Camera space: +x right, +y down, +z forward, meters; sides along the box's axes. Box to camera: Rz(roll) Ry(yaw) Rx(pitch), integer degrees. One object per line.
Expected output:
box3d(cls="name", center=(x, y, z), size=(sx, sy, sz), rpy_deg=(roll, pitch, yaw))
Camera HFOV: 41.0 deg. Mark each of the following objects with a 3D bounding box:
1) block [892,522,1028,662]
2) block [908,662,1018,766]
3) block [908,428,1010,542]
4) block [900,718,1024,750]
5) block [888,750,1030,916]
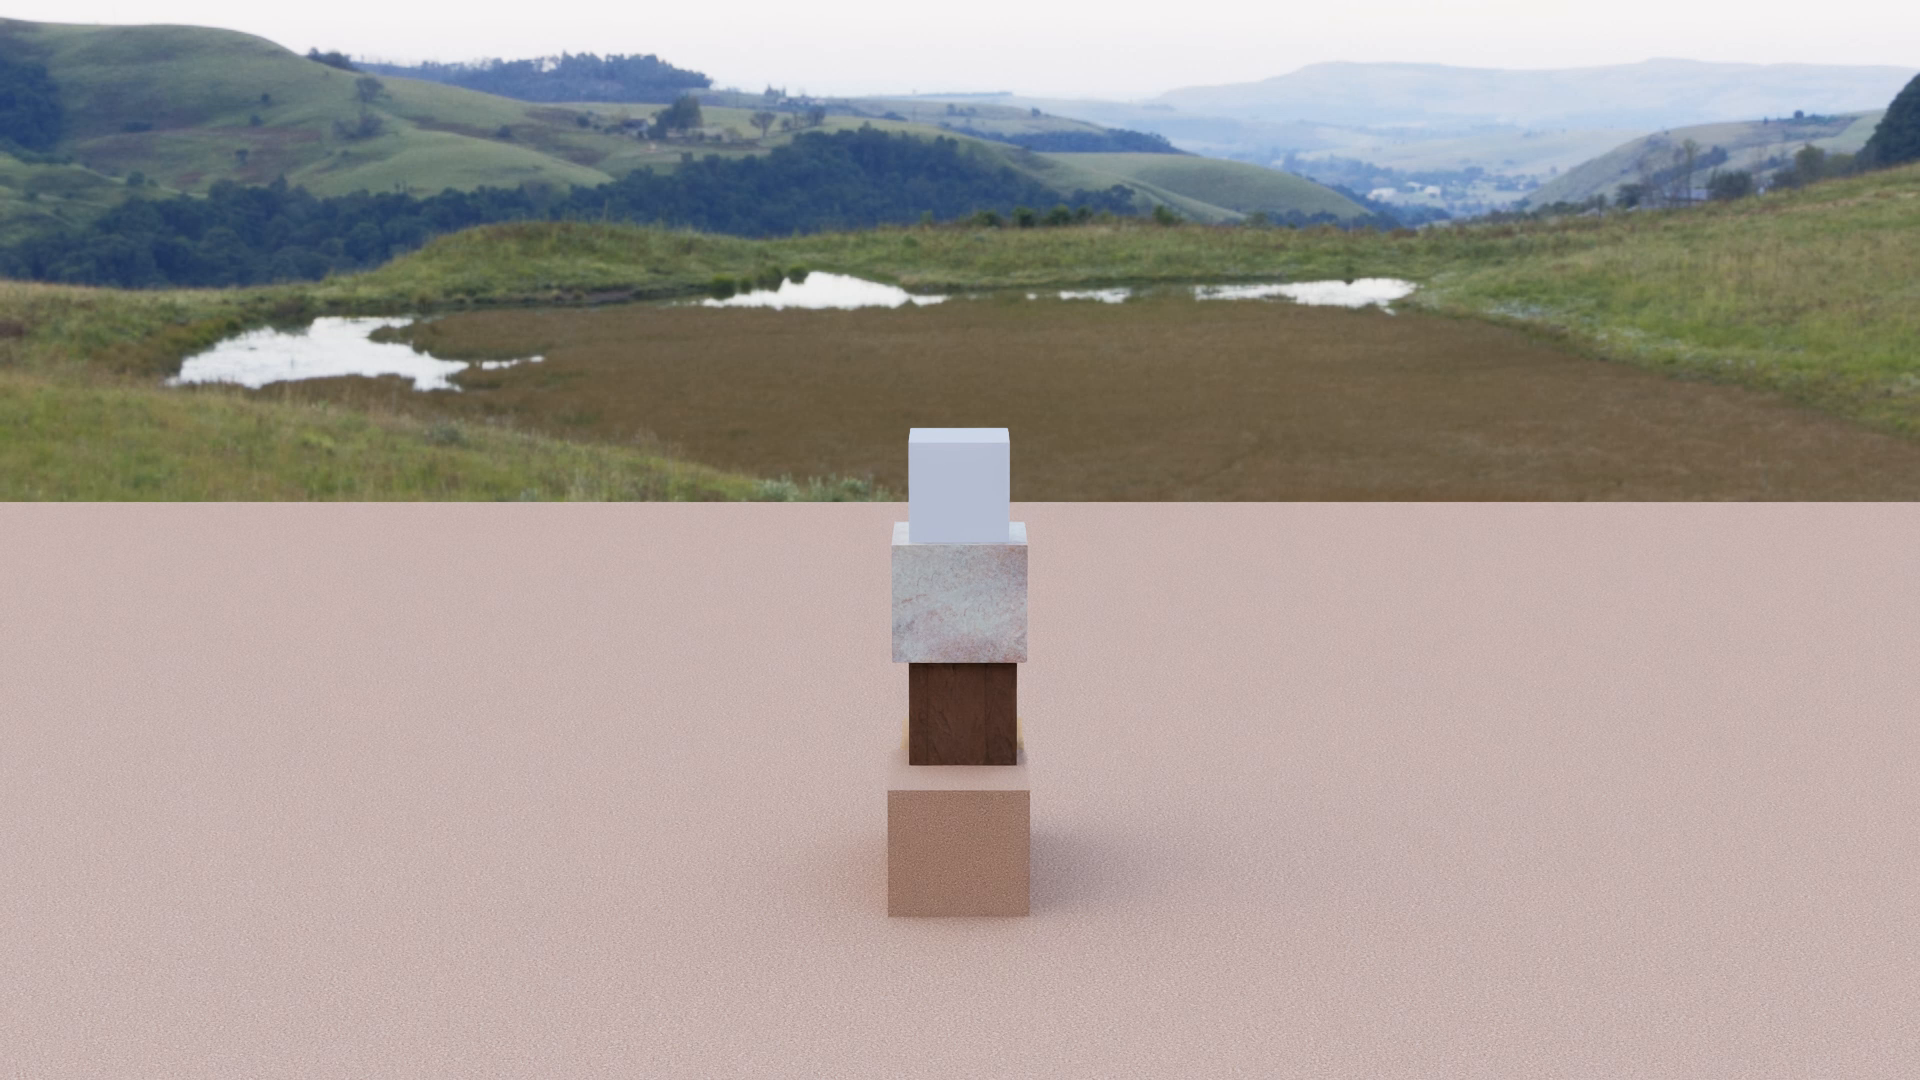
box3d(cls="block", center=(-0.002, 0.222, 11.221), size=(0.579, 0.512, 0.577), rpy_deg=(0, 10, 0))
box3d(cls="block", center=(0.013, 0.704, 11.308), size=(0.466, 0.467, 0.486), rpy_deg=(0, 10, 0))
box3d(cls="block", center=(-0.004, -0.242, 11.136), size=(0.428, 0.430, 0.446), rpy_deg=(0, 10, 0))
box3d(cls="block", center=(0.010, 1.149, 11.724), size=(0.552, 0.544, 0.607), rpy_deg=(0, 10, 0))
box3d(cls="block", center=(-0.005, 1.260, 11.096), size=(0.597, 0.551, 0.650), rpy_deg=(0, 10, 0))
